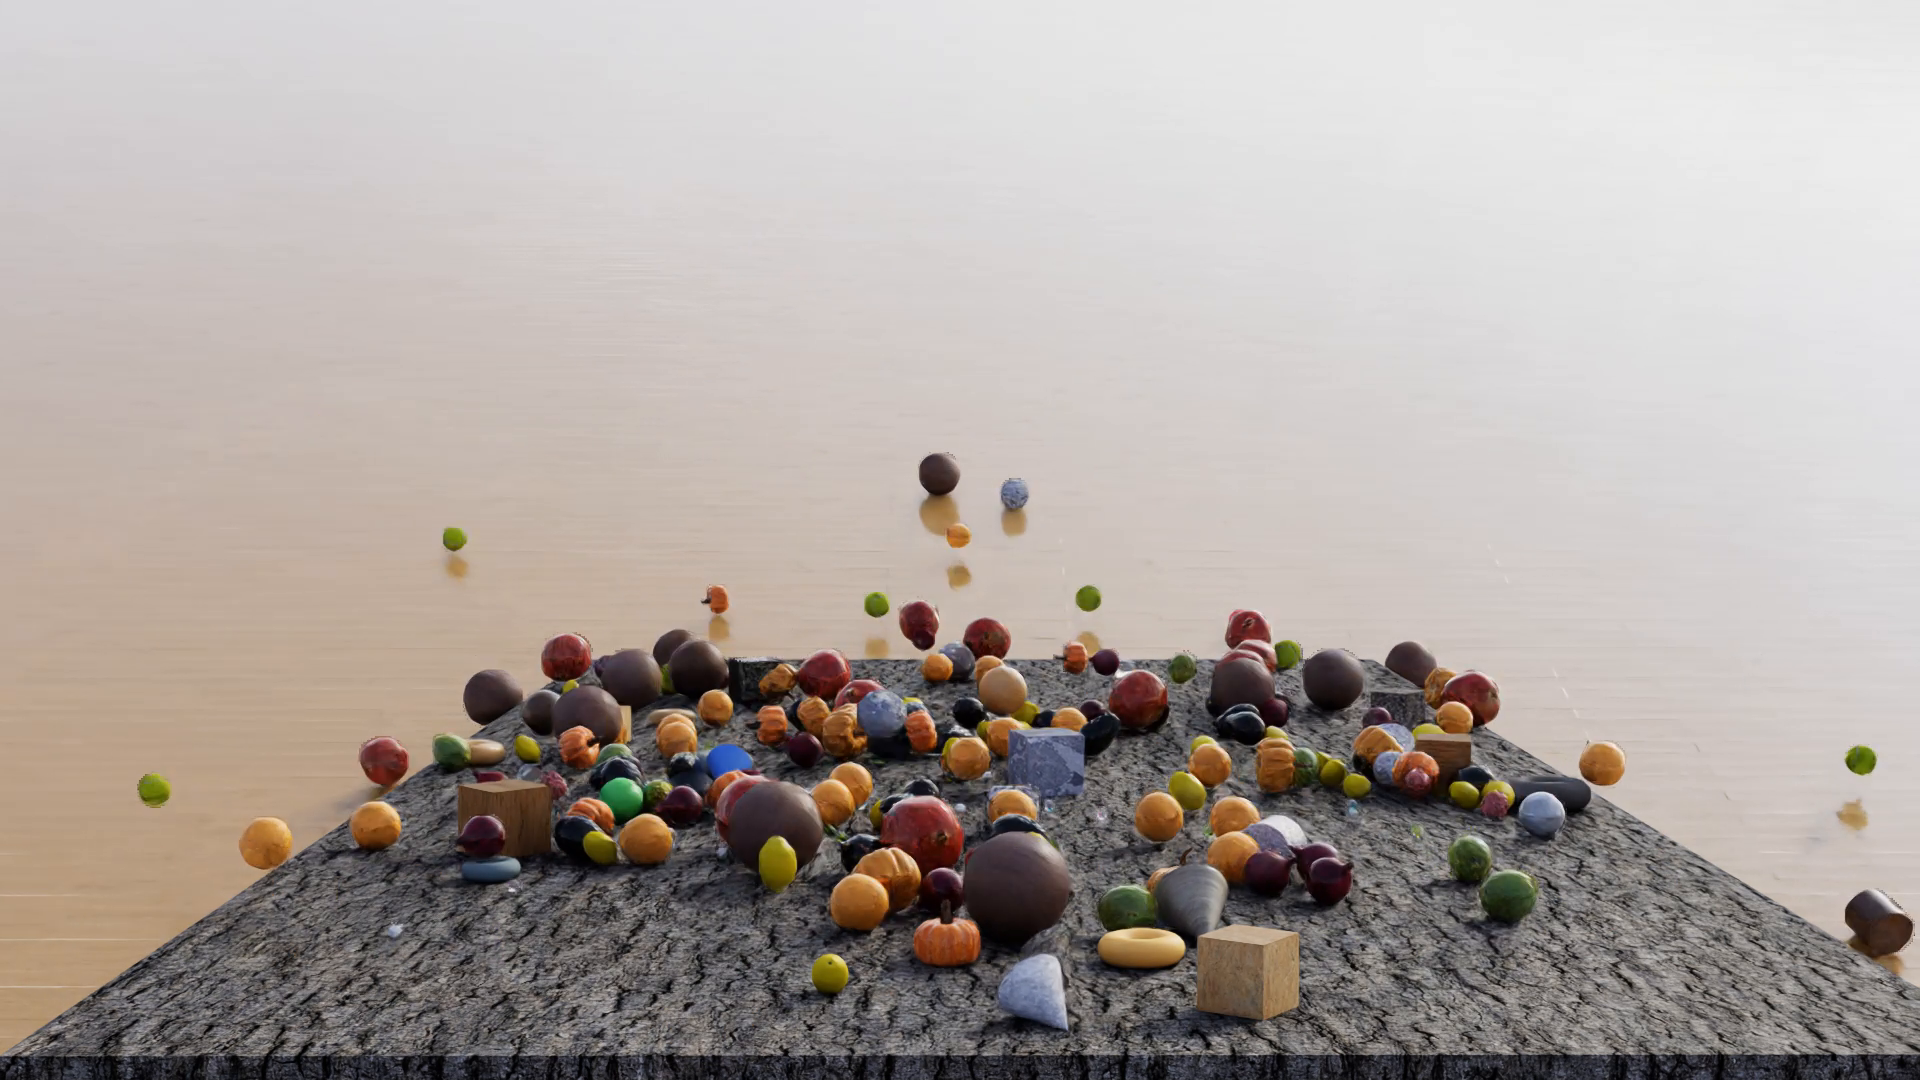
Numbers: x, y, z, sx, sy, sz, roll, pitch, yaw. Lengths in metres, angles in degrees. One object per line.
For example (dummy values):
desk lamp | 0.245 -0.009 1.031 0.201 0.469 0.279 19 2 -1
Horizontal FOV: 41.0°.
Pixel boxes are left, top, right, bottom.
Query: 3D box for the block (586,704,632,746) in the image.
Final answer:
block | -0.670 0.353 4.902 0.068 0.068 0.068 1 3 12

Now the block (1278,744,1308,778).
block | 0.576 0.384 4.447 0.051 0.051 0.051 0 3 7

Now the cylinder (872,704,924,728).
cylinder | -0.114 0.379 4.884 0.099 0.099 0.099 -4 24 2

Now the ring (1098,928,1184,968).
ring | 0.208 0.469 2.955 0.101 0.034 0.101 -1 2 0

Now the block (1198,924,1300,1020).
block | 0.306 0.458 2.729 0.079 0.079 0.079 2 4 35

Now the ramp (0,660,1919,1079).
ramp | 0.050 0.455 4.532 2.000 0.100 4.000 0 3 0

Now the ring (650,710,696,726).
ring | -0.578 0.357 5.167 0.094 0.031 0.094 0 -1 0

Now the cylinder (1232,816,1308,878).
cylinder | 0.421 0.419 3.487 0.080 0.080 0.080 15 -3 33

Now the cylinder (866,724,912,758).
cylinder | -0.129 0.367 4.703 0.059 0.059 0.059 3 17 46

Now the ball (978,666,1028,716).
ball | 0.083 0.293 5.002 0.096 0.096 0.096 0 22 0

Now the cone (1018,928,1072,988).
cone | 0.108 0.477 2.848 0.065 0.065 0.065 -11 34 -26

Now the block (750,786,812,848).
block | -0.263 0.406 3.777 0.076 0.076 0.076 -1 3 -18

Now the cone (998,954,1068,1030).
cone | 0.092 0.483 2.659 0.078 0.078 0.078 -12 36 -28

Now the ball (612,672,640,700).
ball | -0.729 0.319 5.623 0.060 0.060 0.060 0 22 0

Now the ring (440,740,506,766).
ring | -0.874 0.382 4.617 0.117 0.039 0.117 1 2 0

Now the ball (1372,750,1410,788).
ball | 0.724 0.385 4.313 0.063 0.063 0.063 0 22 0

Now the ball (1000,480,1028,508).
ball | 0.164 -0.138 7.773 0.088 0.088 0.088 0 22 0

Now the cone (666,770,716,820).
cone | -0.419 0.415 4.002 0.080 0.080 0.080 -2 30 -4

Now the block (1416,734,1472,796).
block | 0.804 0.373 4.278 0.090 0.090 0.090 1 3 11

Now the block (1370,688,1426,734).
block | 0.865 0.337 5.076 0.079 0.079 0.079 2 4 38

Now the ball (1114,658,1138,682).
ball | 0.387 0.303 6.004 0.053 0.053 0.053 0 22 0

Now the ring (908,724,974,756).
ring | -0.045 0.371 4.760 0.139 0.046 0.139 -1 4 0

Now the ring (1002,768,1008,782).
ring | 0.110 0.401 4.365 0.078 0.026 0.078 1 2 0

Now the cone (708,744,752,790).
cone | -0.396 0.398 4.335 0.077 0.077 0.077 2 30 6

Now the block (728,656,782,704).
block | -0.447 0.305 5.605 0.090 0.090 0.090 -1 3 -25

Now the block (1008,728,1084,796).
block | 0.143 0.369 4.282 0.098 0.098 0.098 -1 3 -18

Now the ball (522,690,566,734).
ball | -0.815 0.337 5.042 0.086 0.086 0.086 0 22 0

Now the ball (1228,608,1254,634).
ball | 0.756 0.217 6.908 0.067 0.067 0.067 0 22 0

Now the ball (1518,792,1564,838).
ball | 0.864 0.407 3.819 0.067 0.067 0.067 0 22 0

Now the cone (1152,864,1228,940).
cone | 0.287 0.457 3.087 0.097 0.097 0.097 -3 30 -8

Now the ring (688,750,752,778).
ring | -0.418 0.389 4.484 0.115 0.038 0.115 -1 4 0

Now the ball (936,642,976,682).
ball | -0.011 0.284 5.993 0.092 0.092 0.092 0 22 0

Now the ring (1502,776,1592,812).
ring | 0.935 0.404 4.097 0.139 0.046 0.139 0 1 0

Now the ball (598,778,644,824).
ball | -0.521 0.400 3.949 0.070 0.070 0.070 0 22 0

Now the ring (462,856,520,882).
ring | -0.635 0.446 3.483 0.080 0.027 0.080 -2 3 0

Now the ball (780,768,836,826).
ball | -0.231 0.389 3.892 0.089 0.089 0.089 0 22 0

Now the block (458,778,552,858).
block | -0.654 0.401 3.695 0.096 0.096 0.096 -3 4 -42

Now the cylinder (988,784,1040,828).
cylinder | 0.082 0.405 3.916 0.062 0.062 0.062 1 21 20
